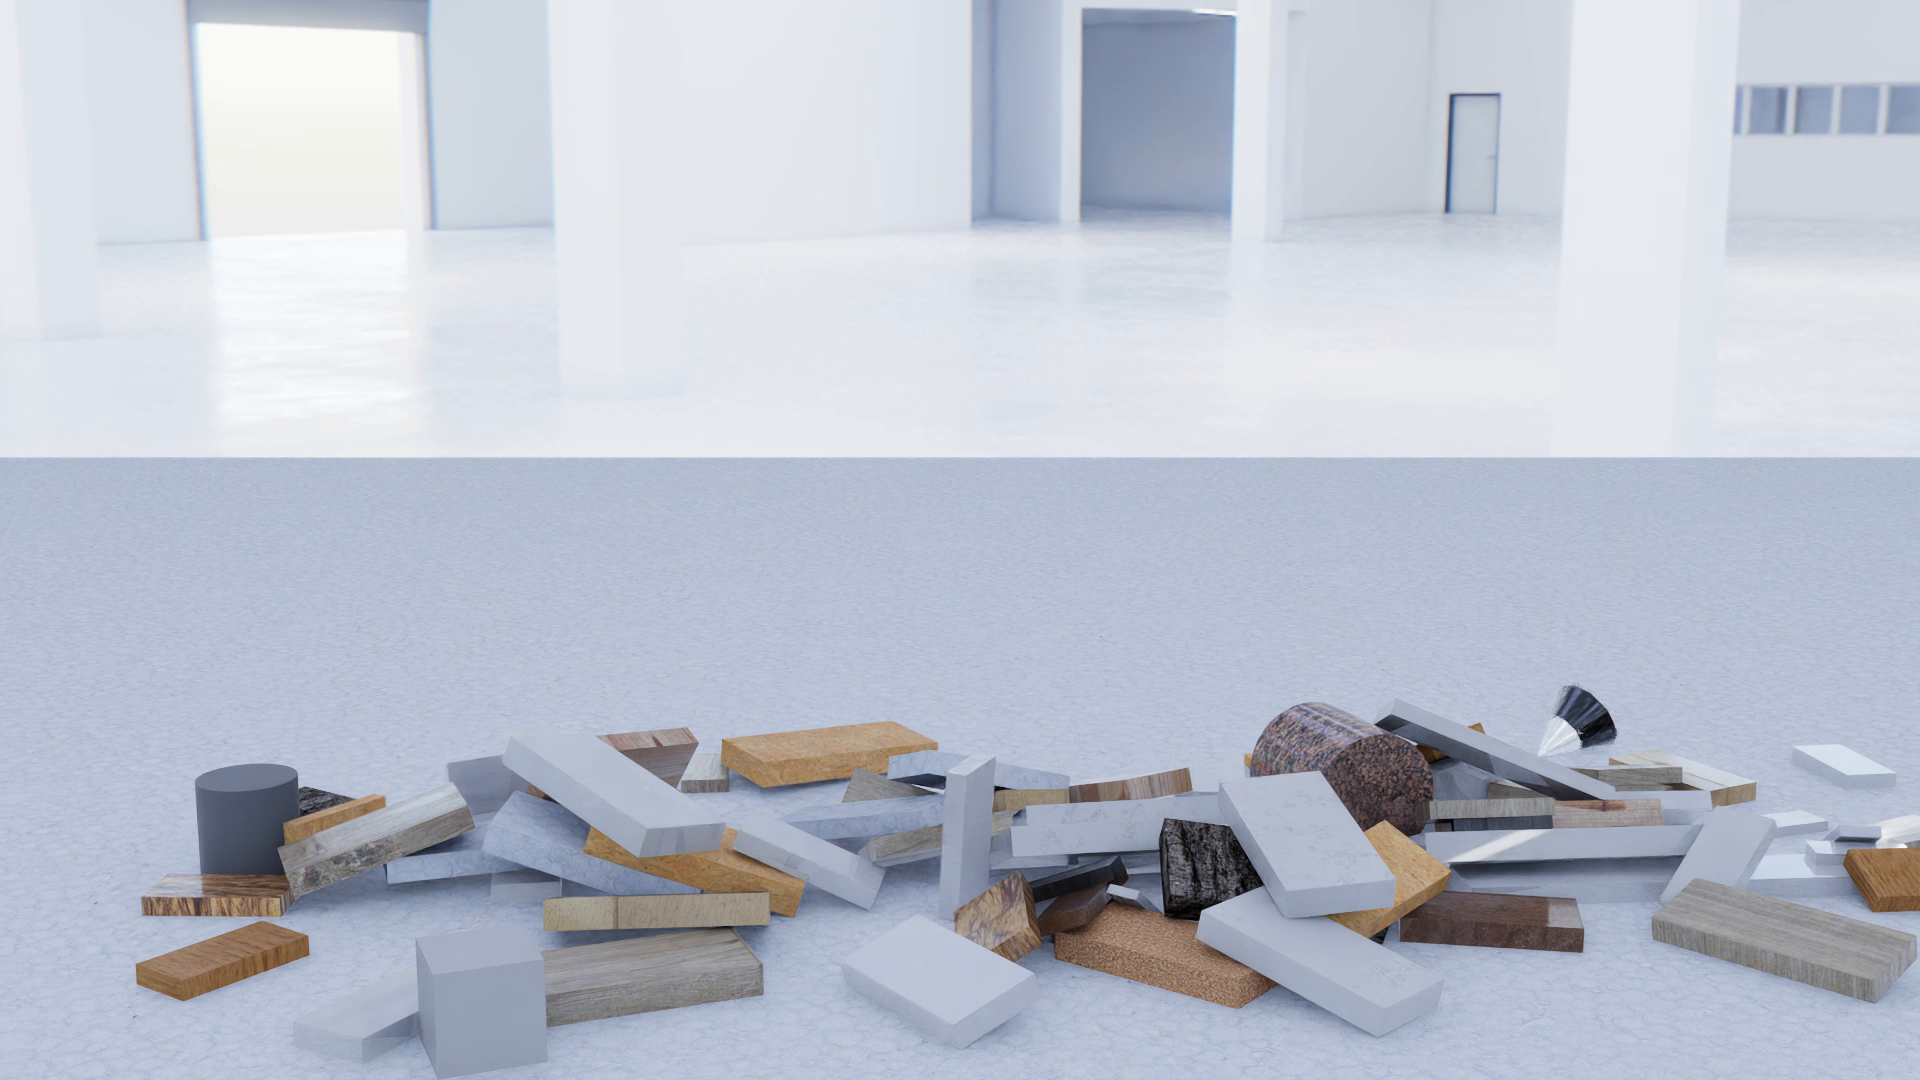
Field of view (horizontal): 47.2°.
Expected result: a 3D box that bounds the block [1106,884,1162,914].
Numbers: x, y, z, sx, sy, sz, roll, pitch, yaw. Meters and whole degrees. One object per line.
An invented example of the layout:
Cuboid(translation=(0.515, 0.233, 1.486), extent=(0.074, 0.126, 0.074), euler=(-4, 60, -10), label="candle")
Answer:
Cuboid(translation=(0.282, 0.581, 3.492), extent=(0.055, 0.016, 0.111), euler=(8, -26, 37), label="block")

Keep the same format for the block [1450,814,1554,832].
Cuboid(translation=(0.908, 0.479, 3.688), extent=(0.160, 0.022, 0.077), euler=(-4, -12, 8), label="block")

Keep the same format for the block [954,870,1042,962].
Cuboid(translation=(0.055, 0.595, 3.374), extent=(0.126, 0.036, 0.251), euler=(-33, 10, 4), label="block")

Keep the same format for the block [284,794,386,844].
Cuboid(translation=(-1.078, 0.514, 3.803), extent=(0.028, 0.100, 0.201), euler=(7, 13, 33), label="block")

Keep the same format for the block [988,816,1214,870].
Cuboid(translation=(0.236, 0.513, 3.717), extent=(0.352, 0.050, 0.176), euler=(-1, -15, -13), label="block")

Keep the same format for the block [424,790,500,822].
Cuboid(translation=(-0.861, 0.487, 3.957), extent=(0.127, 0.036, 0.254), euler=(-9, 13, -30), label="block")

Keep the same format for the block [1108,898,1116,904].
Cuboid(translation=(0.222, 0.602, 3.563), extent=(0.055, 0.016, 0.111), euler=(7, 13, 34), label="block")

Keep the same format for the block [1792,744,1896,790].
Cuboid(translation=(1.748, 0.448, 4.353), extent=(0.103, 0.029, 0.205), euler=(-2, 11, -8), label="block")

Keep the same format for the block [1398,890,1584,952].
Cuboid(translation=(0.839, 0.603, 3.492), extent=(0.279, 0.040, 0.140), euler=(2, 11, 10), label="block")

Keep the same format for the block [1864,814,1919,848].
Cuboid(translation=(1.670, 0.530, 3.911), extent=(0.205, 0.029, 0.103), euler=(-6, 12, -28), label="block")

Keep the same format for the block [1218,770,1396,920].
Cuboid(translation=(0.537, 0.472, 3.443), extent=(0.171, 0.049, 0.343), euler=(-4, 23, -10), label="block")

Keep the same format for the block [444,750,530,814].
Cuboid(translation=(-0.809, 0.425, 3.903), extent=(0.201, 0.100, 0.028), euler=(-8, 11, -25), label="block")

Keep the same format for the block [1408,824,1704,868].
Cuboid(translation=(1.039, 0.520, 3.736), extent=(0.556, 0.049, 0.174), euler=(-1, -12, -5), label="block")

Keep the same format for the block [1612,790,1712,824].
Cuboid(translation=(1.226, 0.486, 3.985), extent=(0.234, 0.033, 0.117), euler=(0, -21, -2), label="block")

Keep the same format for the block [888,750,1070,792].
Cuboid(translation=(0.034, 0.429, 3.962), extent=(0.294, 0.042, 0.147), euler=(14, -17, -29), label="block")

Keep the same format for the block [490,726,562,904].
Cuboid(translation=(-0.802, 0.493, 4.101), extent=(0.113, 0.032, 0.979), euler=(-2, 11, -10), label="block")

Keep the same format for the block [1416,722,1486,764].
Cuboid(translation=(0.838, 0.413, 4.078), extent=(0.136, 0.039, 0.272), euler=(-13, -15, -33), label="block")

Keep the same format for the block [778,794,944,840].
Cuboid(translation=(-0.169, 0.492, 3.886), extent=(0.340, 0.036, 0.126), euler=(-9, 4, 32), label="block")

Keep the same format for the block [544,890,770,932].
Cuboid(translation=(-0.470, 0.580, 3.444), extent=(0.343, 0.049, 0.171), euler=(-1, -8, -5), label="block")

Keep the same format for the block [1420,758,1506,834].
Cuboid(translation=(0.906, 0.461, 4.012), extent=(0.255, 0.127, 0.036), euler=(-10, 17, -42), label="block")

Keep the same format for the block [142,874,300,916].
Cuboid(translation=(-1.211, 0.584, 3.615), extent=(0.226, 0.032, 0.113), euler=(0, 11, 1), label="block")

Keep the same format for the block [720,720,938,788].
Cuboid(translation=(-0.257, 0.422, 4.363), extent=(0.393, 0.050, 0.176), euler=(-3, 12, -34), label="block")

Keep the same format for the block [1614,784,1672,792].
Cuboid(translation=(1.184, 0.475, 4.112), extent=(0.255, 0.036, 0.127), euler=(0, -3, 0), label="block")

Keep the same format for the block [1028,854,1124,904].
Cuboid(translation=(0.176, 0.556, 3.580), extent=(0.172, 0.024, 0.086), euler=(-19, -2, 15), label="block")

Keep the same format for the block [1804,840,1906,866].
Cuboid(translation=(1.529, 0.534, 3.737), extent=(0.161, 0.020, 0.069), euler=(1, 11, 6), label="block")

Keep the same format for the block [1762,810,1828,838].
Cuboid(translation=(1.501, 0.518, 4.004), extent=(0.138, 0.020, 0.069), euler=(-4, 11, -20), label="block")

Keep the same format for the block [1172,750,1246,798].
Cuboid(translation=(0.480, 0.464, 4.241), extent=(0.136, 0.039, 0.272), euler=(1, 11, 5), label="block")

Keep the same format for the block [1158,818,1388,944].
Cuboid(translation=(0.494, 0.539, 3.484), extent=(0.347, 0.049, 0.174), euler=(8, 35, -4), label="block")

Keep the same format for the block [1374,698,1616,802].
Cuboid(translation=(0.938, 0.380, 3.872), extent=(0.414, 0.030, 0.104), euler=(22, -17, -1), label="block")

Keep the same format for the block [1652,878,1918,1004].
Cuboid(translation=(1.258, 0.609, 3.368), extent=(0.139, 0.040, 0.356), euler=(-27, 25, -37), label="block")

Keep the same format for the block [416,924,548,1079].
Cuboid(translation=(-0.660, 0.633, 3.031), extent=(0.148, 0.148, 0.148), euler=(-4, 11, -22), label="block")

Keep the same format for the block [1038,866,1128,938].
Cuboid(translation=(0.195, 0.573, 3.502), extent=(0.086, 0.024, 0.332), euler=(-19, -2, 15), label="block")

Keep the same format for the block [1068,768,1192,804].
Cuboid(translation=(0.265, 0.457, 4.005), extent=(0.147, 0.042, 0.323), euler=(-7, -5, -32), label="block")

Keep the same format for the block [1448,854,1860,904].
Cuboid(translation=(1.331, 0.567, 3.702), extent=(1.002, 0.033, 0.117), euler=(-1, 11, -5), label="block")

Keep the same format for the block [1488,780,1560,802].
Cuboid(translation=(1.039, 0.489, 4.001), extent=(0.155, 0.077, 0.022), euler=(8, 13, 37), label="block")

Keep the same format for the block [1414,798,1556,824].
Cuboid(translation=(0.882, 0.456, 3.700), extent=(0.209, 0.030, 0.104), euler=(-2, -12, -2), label="block")
